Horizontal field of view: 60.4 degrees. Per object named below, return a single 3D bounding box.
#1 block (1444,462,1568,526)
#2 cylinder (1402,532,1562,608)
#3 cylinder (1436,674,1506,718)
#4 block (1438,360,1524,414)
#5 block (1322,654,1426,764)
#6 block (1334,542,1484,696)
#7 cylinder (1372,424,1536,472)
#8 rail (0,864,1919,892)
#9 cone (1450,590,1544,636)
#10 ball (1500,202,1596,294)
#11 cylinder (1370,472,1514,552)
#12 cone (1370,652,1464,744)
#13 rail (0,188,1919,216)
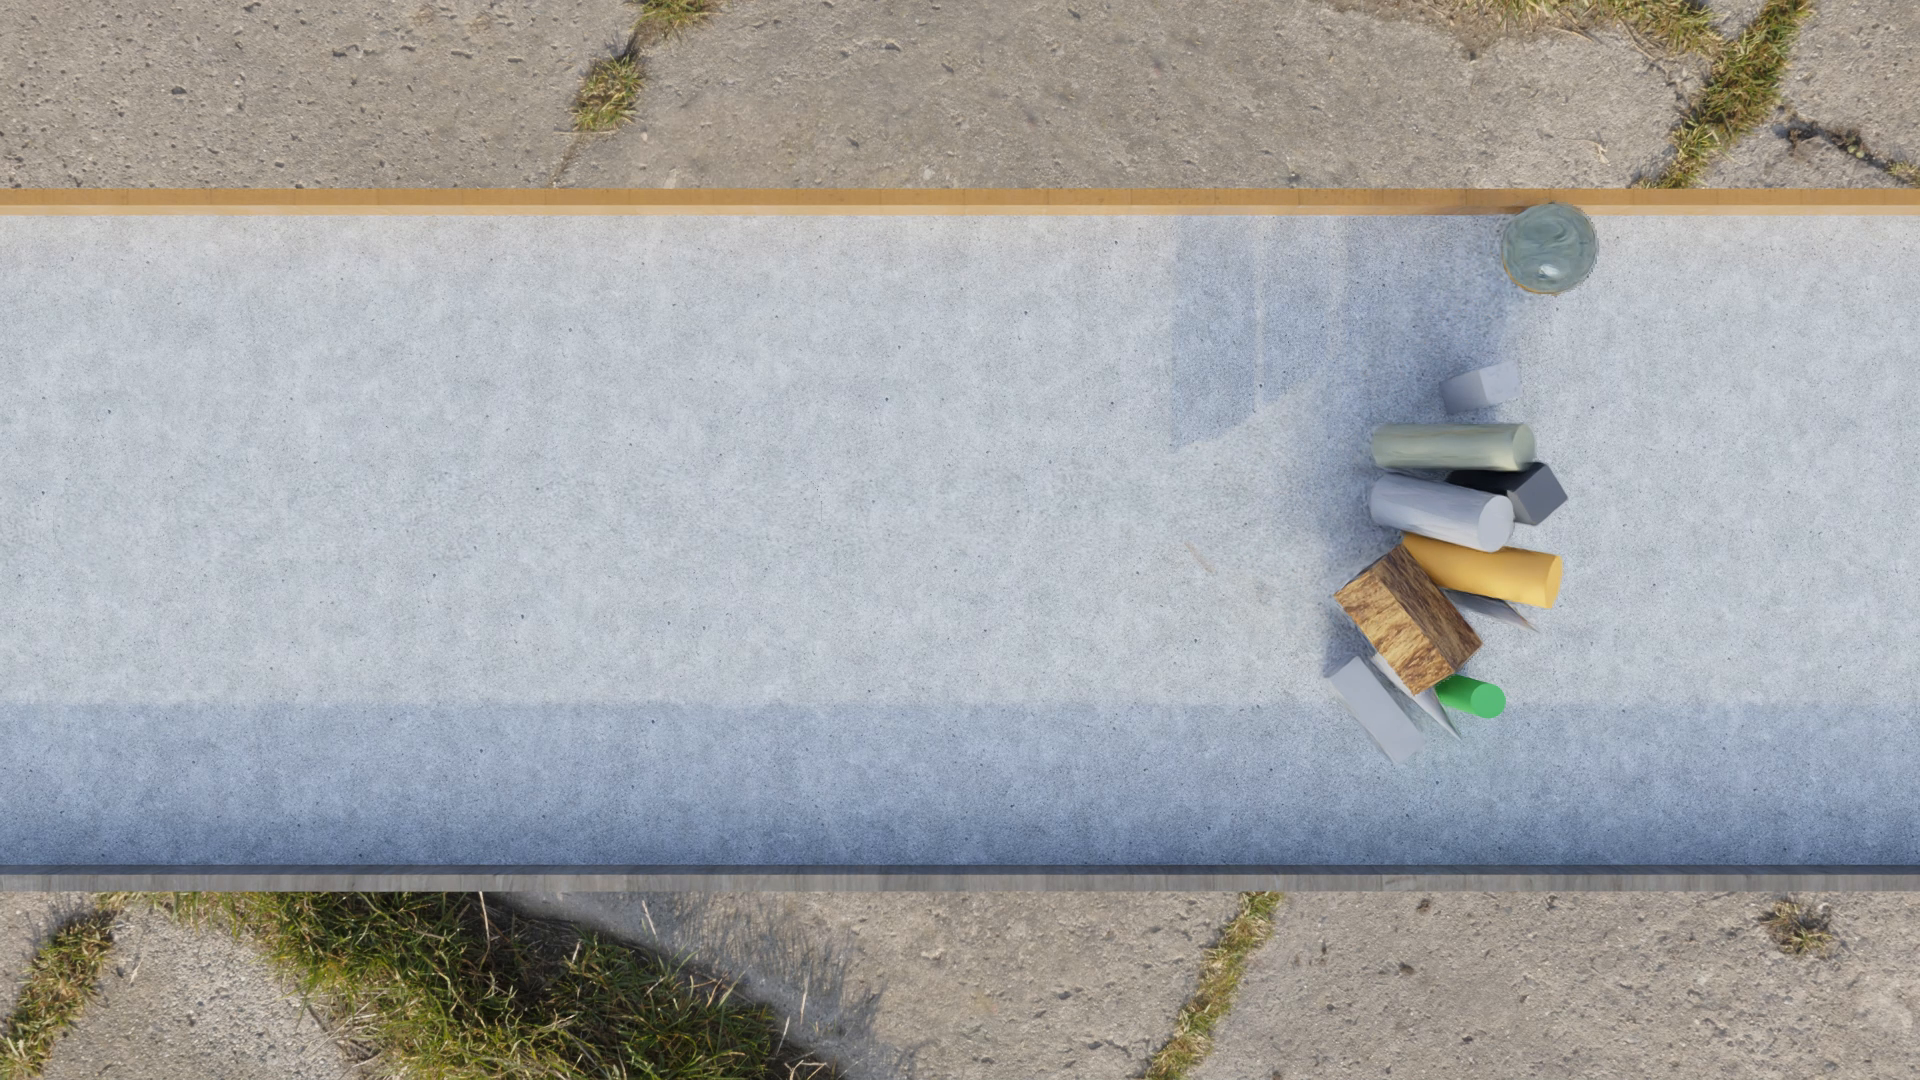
[{"bbox_3d":[1.610,-0.152,4.877,0.128,0.365,0.128,-39,106,-8],"label":"block"},{"bbox_3d":[1.539,0.082,4.893,0.436,0.157,0.157,12,90,33],"label":"cylinder"},{"bbox_3d":[1.513,0.461,4.900,0.101,0.352,0.101,0,90,0],"label":"cylinder"},{"bbox_3d":[1.536,-0.448,4.880,0.104,0.394,0.104,-16,90,0],"label":"block"},{"bbox_3d":[1.259,0.513,5.021,0.111,0.111,0.334,-39,90,0],"label":"block"},{"bbox_3d":[1.329,0.235,4.894,0.180,0.180,0.379,-33,81,-39],"label":"block"},{"bbox_3d":[1.452,-0.274,4.869,0.136,0.451,0.136,-4,96,-44],"label":"cylinder"},{"bbox_3d":[-2.247,1.025,5.001,12.000,0.150,0.050,0,90,0],"label":"rail"},{"bbox_3d":[1.596,0.211,4.848,0.102,0.448,0.102,-3,106,-12],"label":"cone"},{"bbox_3d":[1.751,-0.866,4.909,0.270,0.270,0.270,0,90,0],"label":"ball"},{"bbox_3d":[1.420,-0.087,4.872,0.167,0.389,0.167,-11,108,-34],"label":"cylinder"},{"bbox_3d":[1.395,0.471,4.944,0.122,0.122,0.365,-36,65,0],"label":"cone"},{"bbox_3d":[-2.247,-1.025,5.002,12.000,0.150,0.050,0,90,0],"label":"rail"}]
